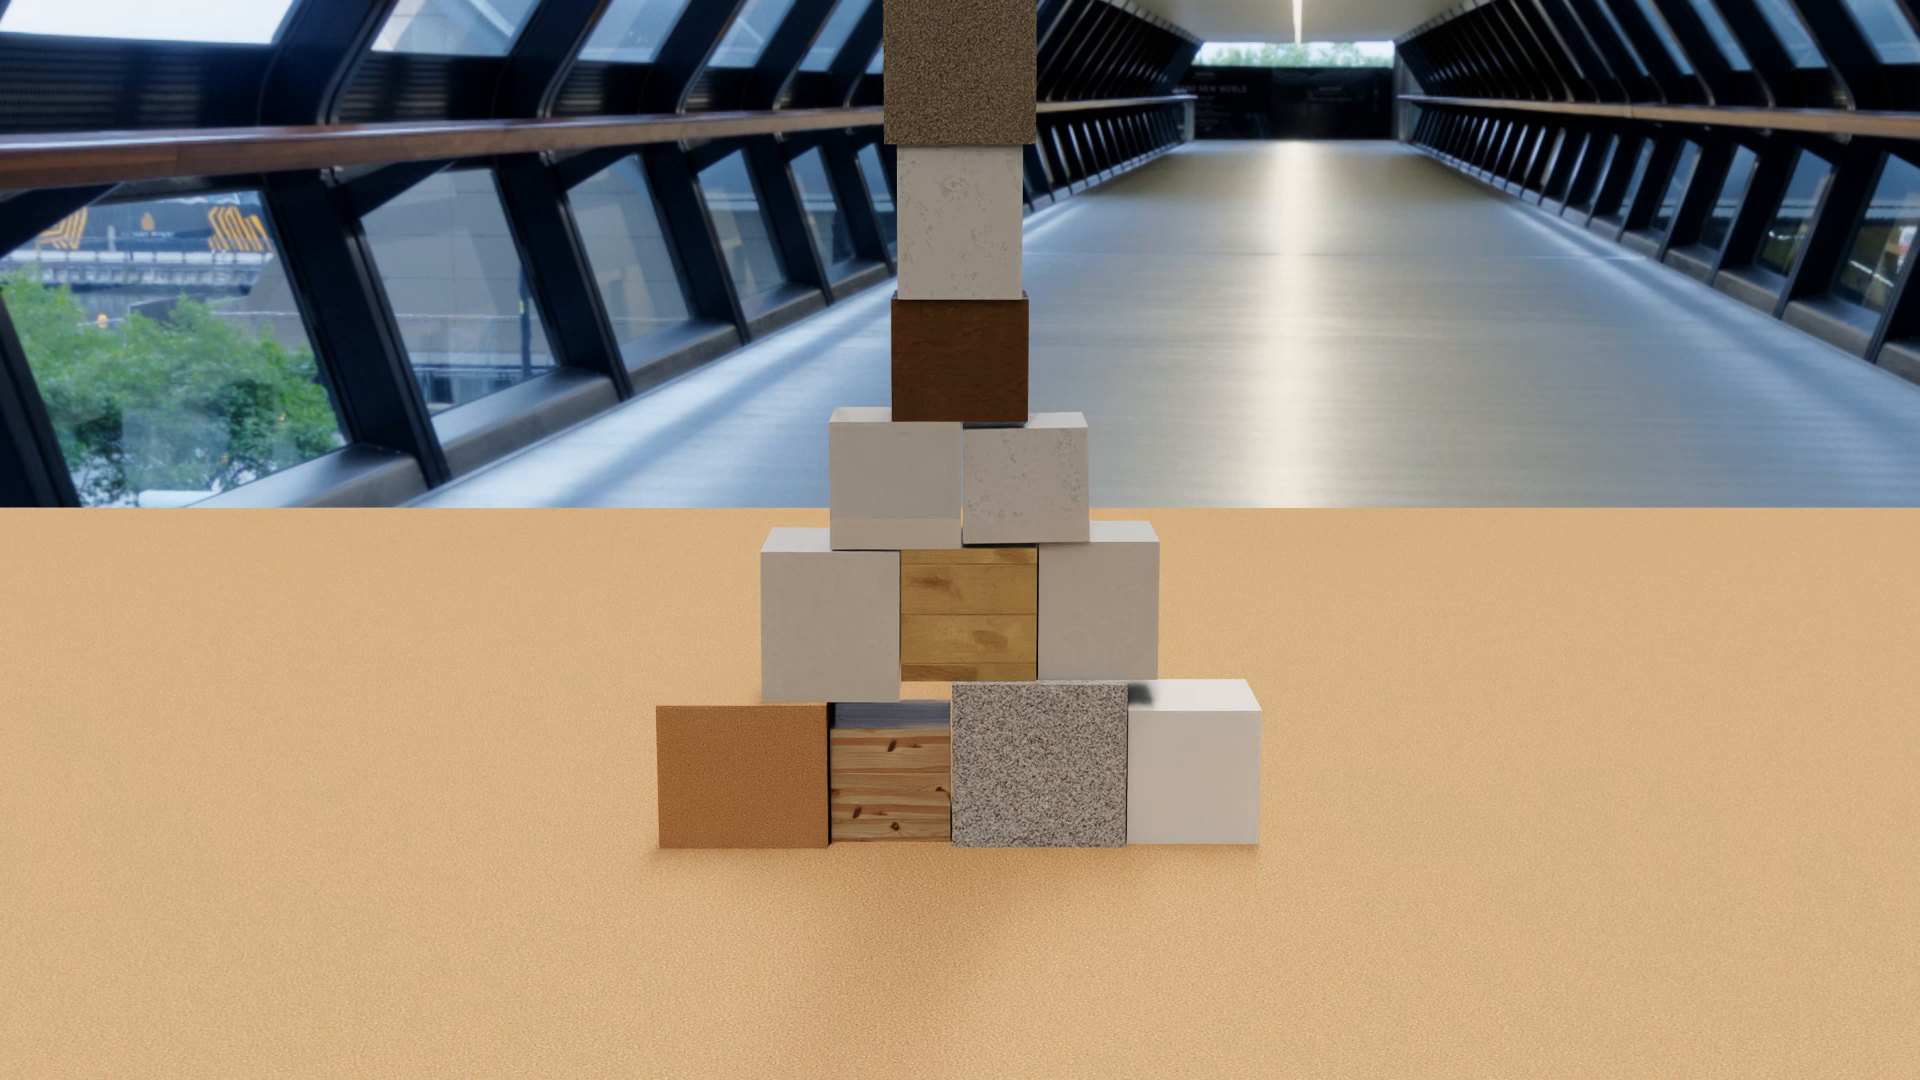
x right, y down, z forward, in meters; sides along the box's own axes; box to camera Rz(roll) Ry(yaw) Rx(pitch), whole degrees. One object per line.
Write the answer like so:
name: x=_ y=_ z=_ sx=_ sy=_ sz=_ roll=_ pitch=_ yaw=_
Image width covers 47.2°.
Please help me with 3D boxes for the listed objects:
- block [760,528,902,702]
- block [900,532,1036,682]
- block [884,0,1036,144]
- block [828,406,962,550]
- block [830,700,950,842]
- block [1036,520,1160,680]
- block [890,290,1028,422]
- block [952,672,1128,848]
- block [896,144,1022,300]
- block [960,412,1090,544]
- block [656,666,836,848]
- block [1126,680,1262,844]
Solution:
block: x=-0.644 y=0.372 z=11.253 sx=0.687 sy=0.762 sz=0.695 roll=0 pitch=10 yaw=0
block: x=0.043 y=0.319 z=11.230 sx=0.674 sy=0.672 sz=0.638 roll=0 pitch=10 yaw=0
block: x=0.000 y=-2.352 z=10.772 sx=0.724 sy=0.811 sz=0.759 roll=0 pitch=10 yaw=0
block: x=-0.318 y=-0.320 z=11.103 sx=0.646 sy=0.632 sz=0.622 roll=0 pitch=10 yaw=0
block: x=-0.351 y=1.187 z=11.395 sx=0.605 sy=0.588 sz=0.613 roll=0 pitch=10 yaw=0
block: x=0.690 y=0.300 z=11.248 sx=0.599 sy=0.703 sz=0.608 roll=0 pitch=10 yaw=0
block: x=-0.001 y=-0.931 z=11.023 sx=0.667 sy=0.597 sz=0.660 roll=0 pitch=10 yaw=0
block: x=0.397 y=1.059 z=11.392 sx=0.871 sy=0.841 sz=0.823 roll=0 pitch=10 yaw=0
block: x=-0.001 y=-1.589 z=10.908 sx=0.601 sy=0.738 sz=0.711 roll=0 pitch=10 yaw=0
block: x=0.322 y=-0.321 z=11.116 sx=0.624 sy=0.568 sz=0.613 roll=-1 pitch=10 yaw=0
block: x=-1.087 y=1.110 z=11.392 sx=0.847 sy=0.740 sz=0.847 roll=0 pitch=10 yaw=0
block: x=1.176 y=1.136 z=11.374 sx=0.668 sy=0.695 sz=0.653 roll=0 pitch=10 yaw=0
